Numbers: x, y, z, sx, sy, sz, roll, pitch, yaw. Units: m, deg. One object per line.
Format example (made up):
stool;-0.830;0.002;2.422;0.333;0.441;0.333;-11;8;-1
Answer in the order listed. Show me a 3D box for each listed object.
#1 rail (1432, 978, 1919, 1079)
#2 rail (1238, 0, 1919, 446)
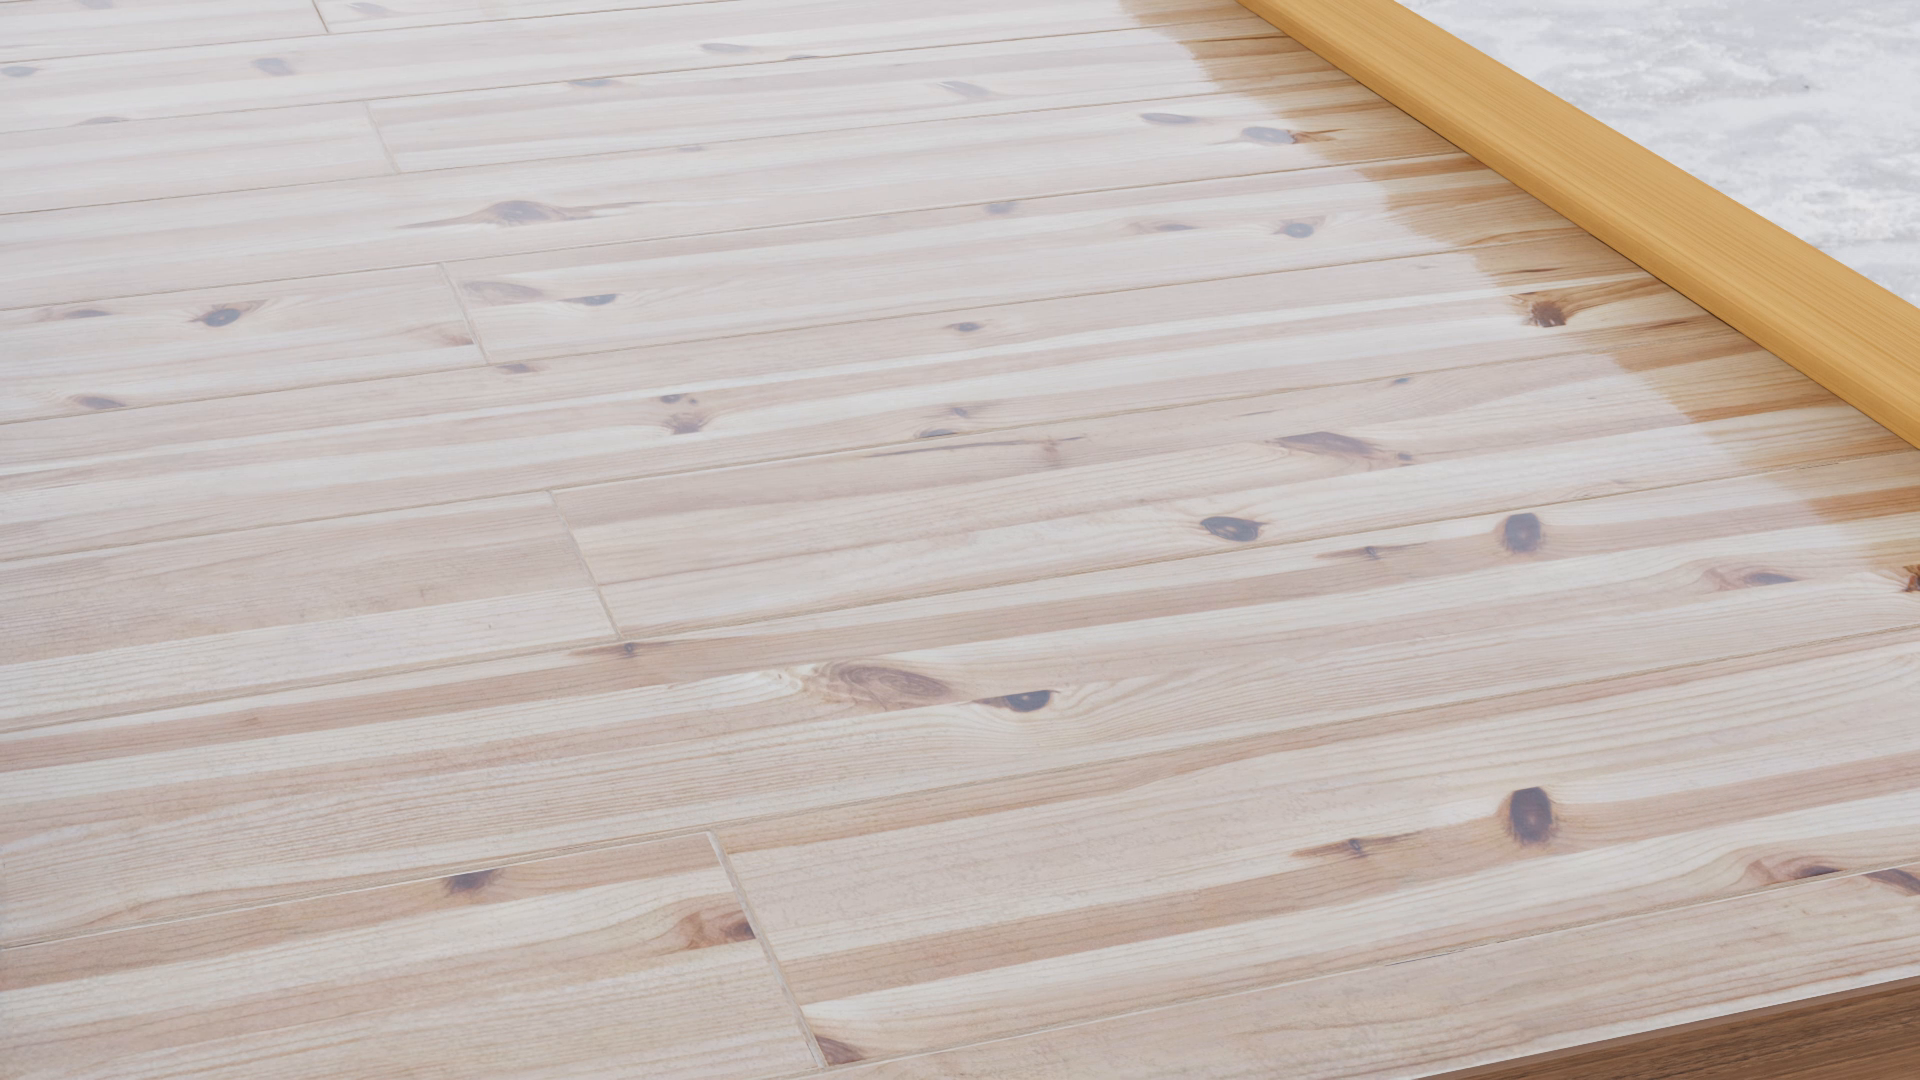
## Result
rail;0.224;0.279;1.382;1.520;0.103;0.045;-8;27;-16
rail;0.468;-0.427;2.844;0.045;0.103;2.982;-8;27;-16
